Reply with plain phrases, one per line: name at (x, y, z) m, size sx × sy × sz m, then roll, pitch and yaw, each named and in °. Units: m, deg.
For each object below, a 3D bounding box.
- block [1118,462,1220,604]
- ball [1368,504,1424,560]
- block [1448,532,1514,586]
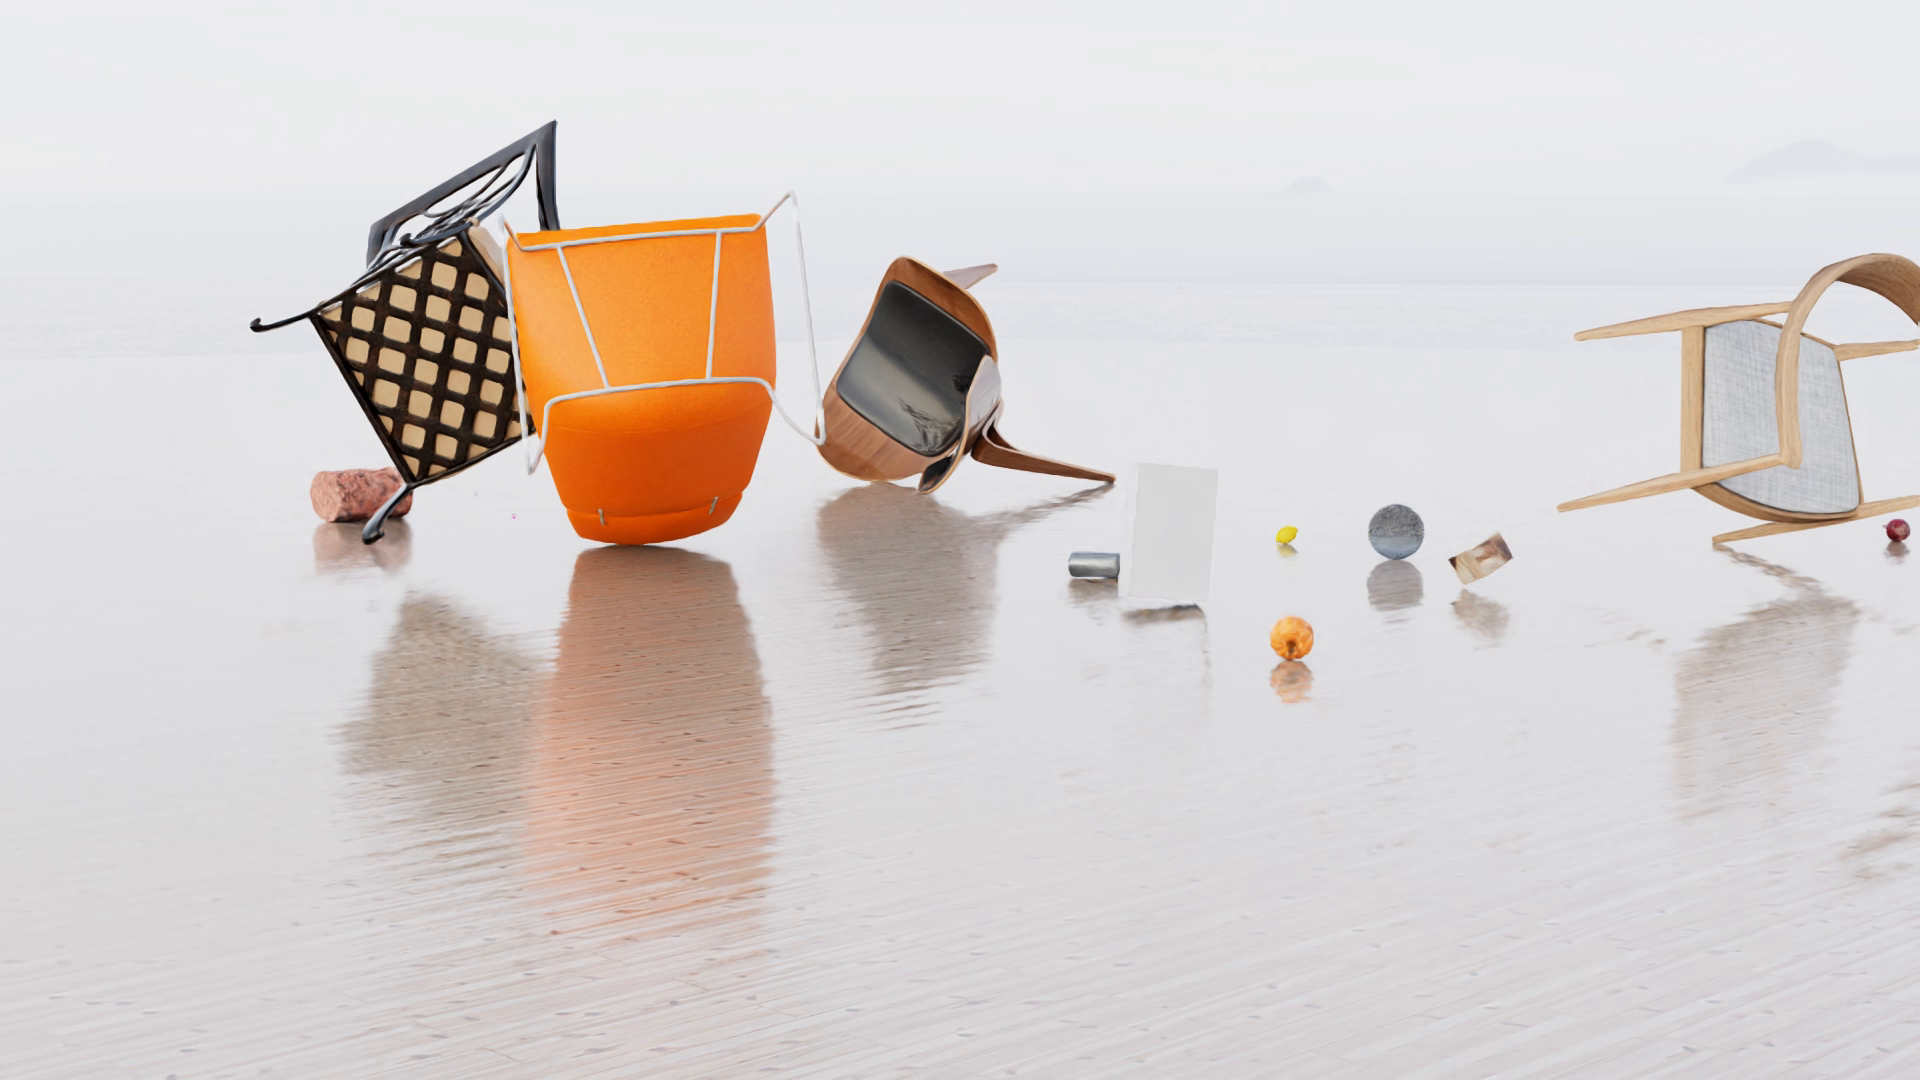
block at (0.414, -0.013, 5.112) m, size 0.161 × 0.265 × 0.114 m, roll 5°, pitch -2°, yaw -8°
ball at (1.014, -0.020, 5.964) m, size 0.131 × 0.131 × 0.131 m, roll 0°, pitch 6°, yaw 0°
block at (1.106, 0.039, 5.444) m, size 0.095 × 0.066 × 0.075 m, roll -30°, pitch 0°, yaw -32°
